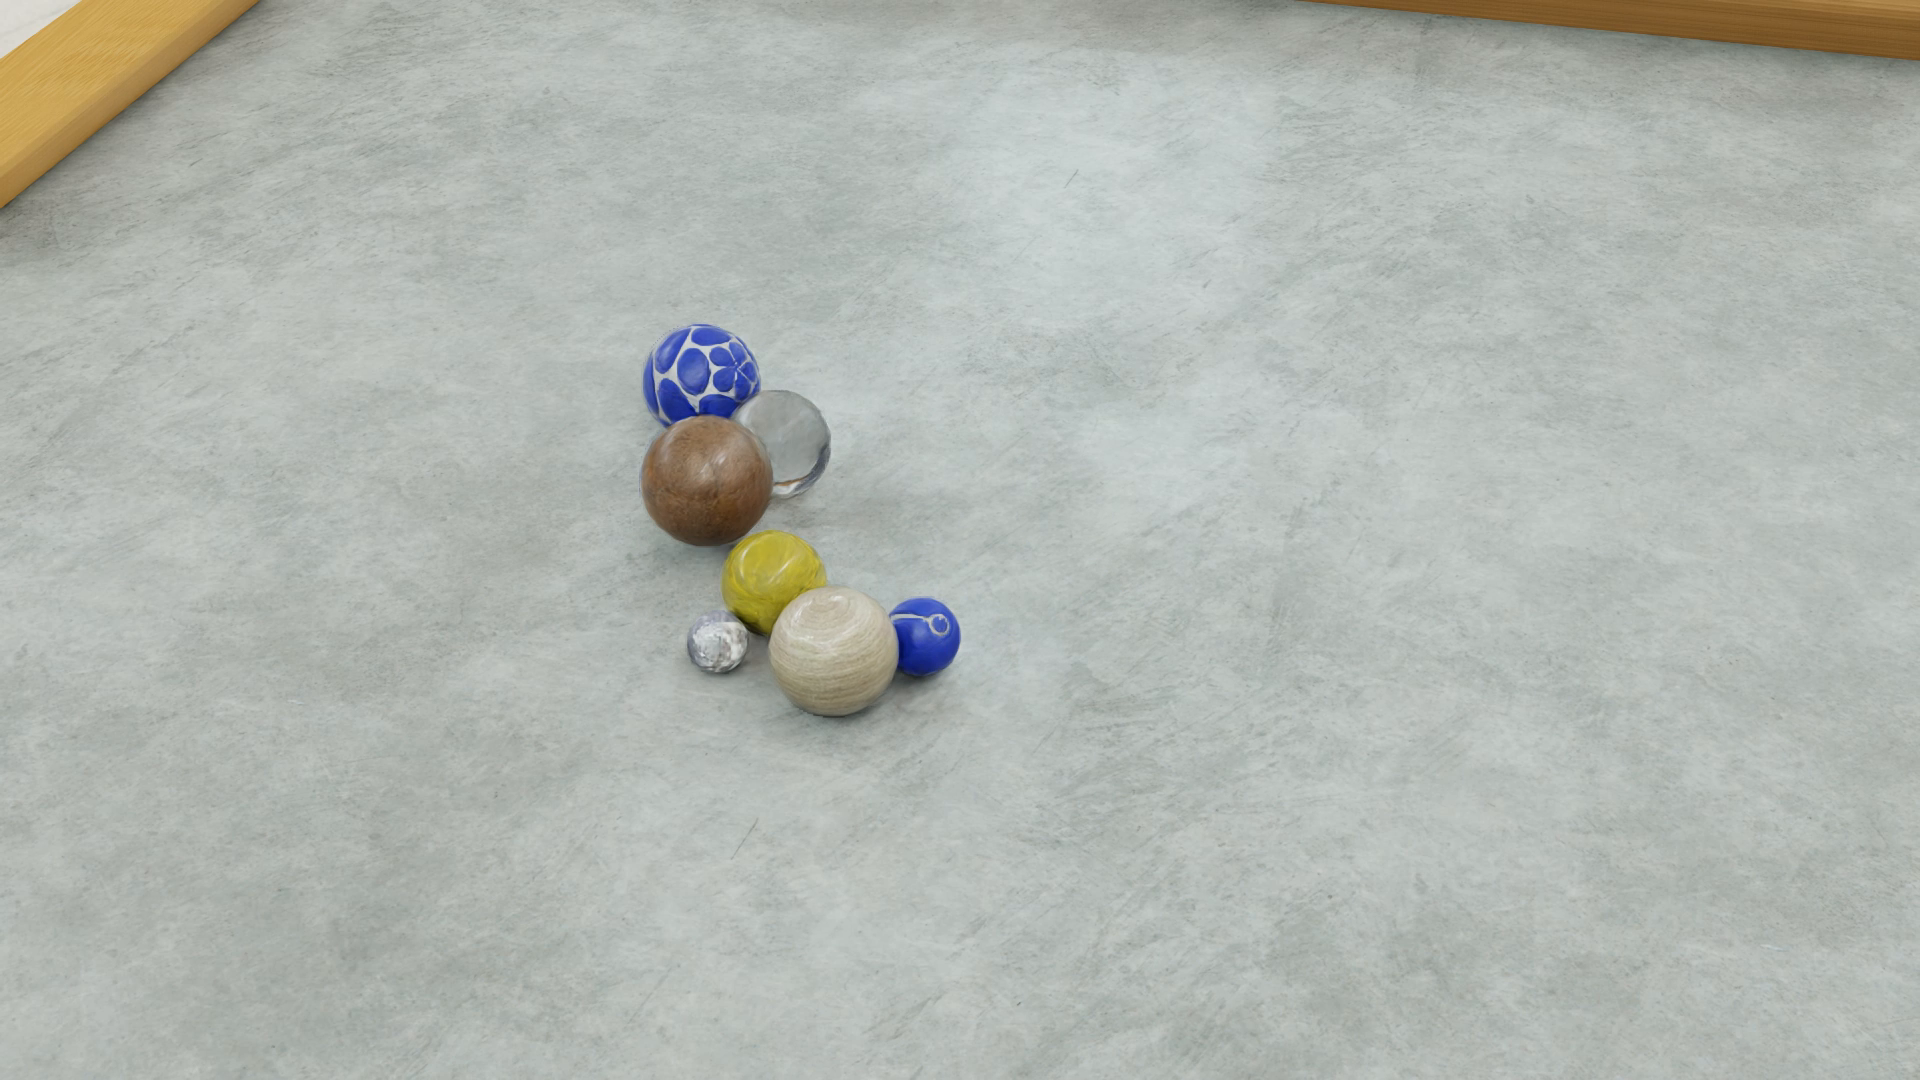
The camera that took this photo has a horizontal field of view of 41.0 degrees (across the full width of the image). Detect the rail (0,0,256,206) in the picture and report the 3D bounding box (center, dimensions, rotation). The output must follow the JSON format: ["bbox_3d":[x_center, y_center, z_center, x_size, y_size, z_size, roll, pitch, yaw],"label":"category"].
[{"bbox_3d":[-0.978,-0.164,2.089,0.045,0.129,2.362,8,35,12],"label":"rail"}]

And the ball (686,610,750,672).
[{"bbox_3d":[-0.172,0.072,1.819,0.044,0.044,0.044,0,34,0],"label":"ball"}]

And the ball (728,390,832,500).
[{"bbox_3d":[-0.143,-0.075,1.998,0.086,0.086,0.086,0,34,0],"label":"ball"}]

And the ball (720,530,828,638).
[{"bbox_3d":[-0.134,0.032,1.849,0.077,0.077,0.077,0,34,0],"label":"ball"}]

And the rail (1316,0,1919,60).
[{"bbox_3d":[1.288,-0.509,2.598,4.134,0.129,0.045,8,35,12],"label":"rail"}]

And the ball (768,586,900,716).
[{"bbox_3d":[-0.087,0.076,1.771,0.090,0.090,0.090,0,34,0],"label":"ball"}]

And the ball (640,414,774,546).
[{"bbox_3d":[-0.189,-0.044,1.920,0.099,0.099,0.099,0,34,0],"label":"ball"}]

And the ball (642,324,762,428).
[{"bbox_3d":[-0.208,-0.126,2.066,0.095,0.095,0.095,0,34,0],"label":"ball"}]

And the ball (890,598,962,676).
[{"bbox_3d":[-0.027,0.068,1.814,0.056,0.056,0.056,0,34,0],"label":"ball"}]
